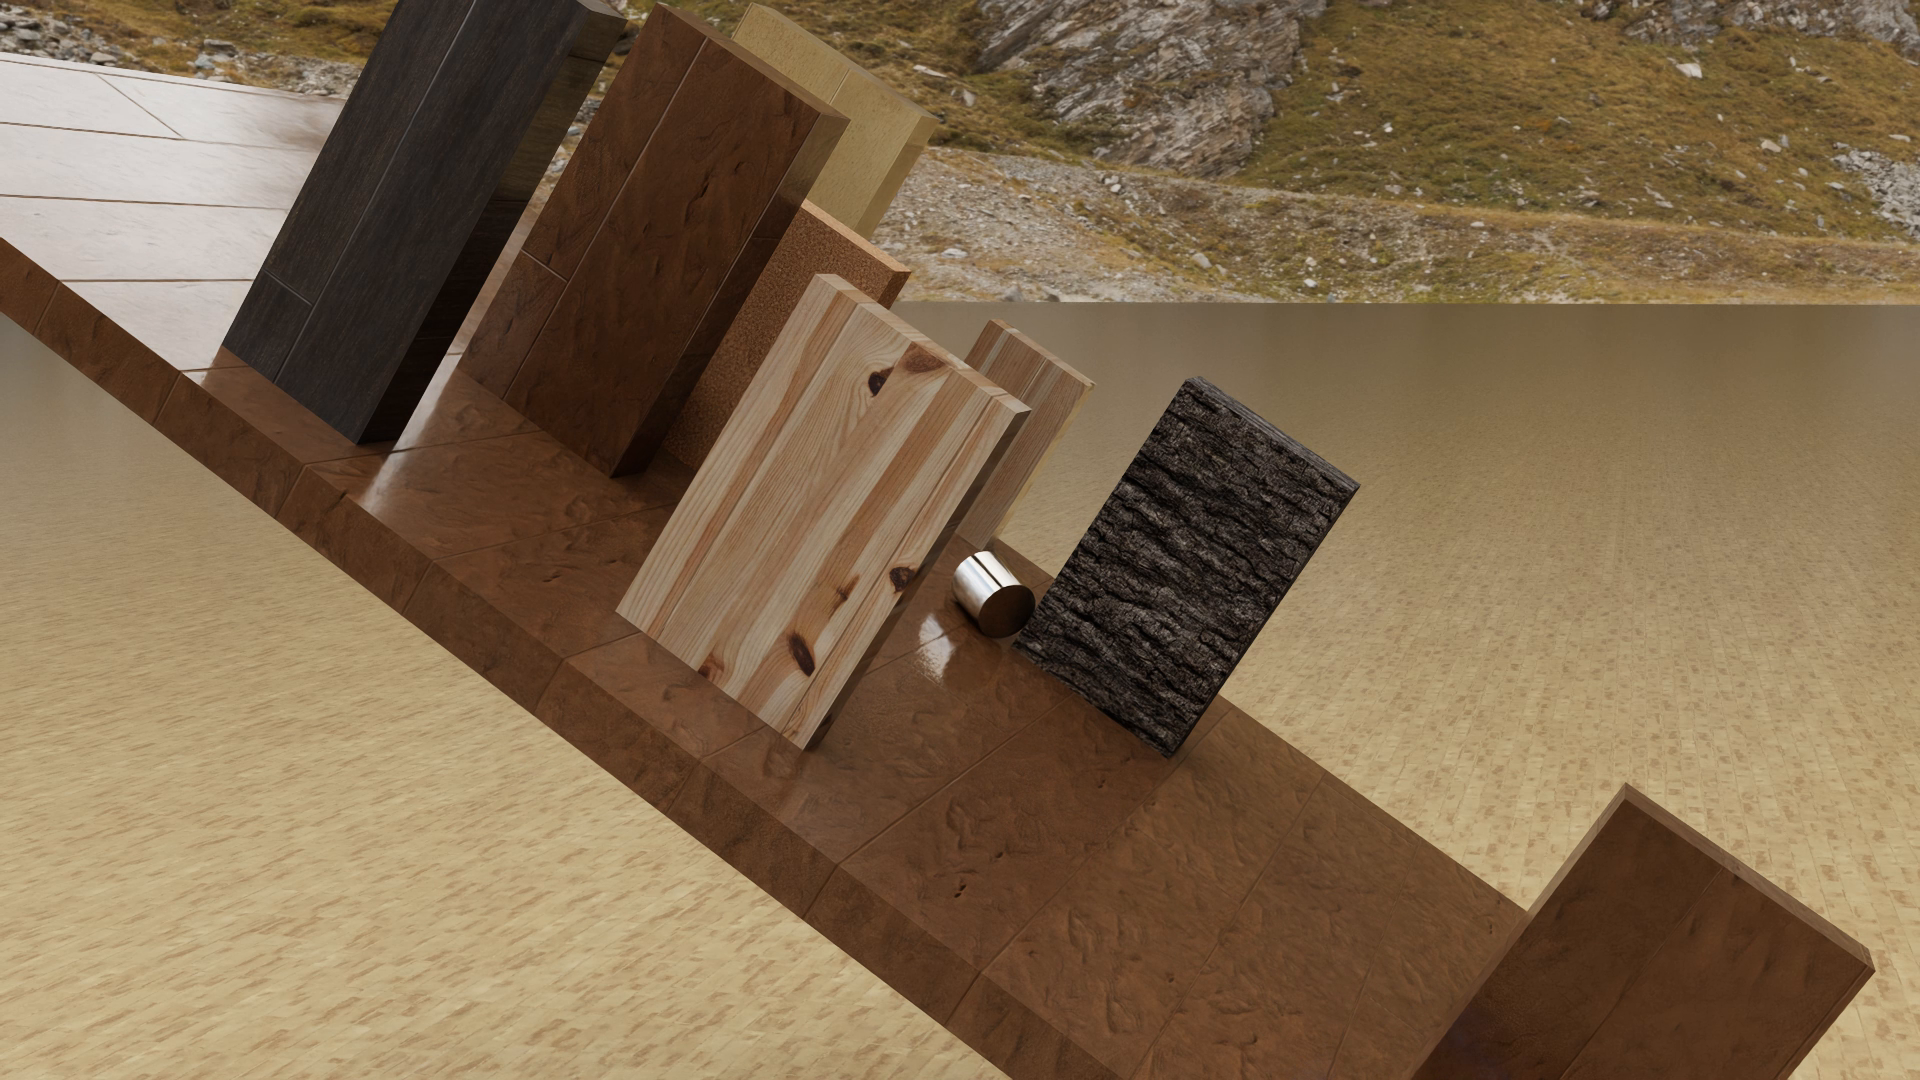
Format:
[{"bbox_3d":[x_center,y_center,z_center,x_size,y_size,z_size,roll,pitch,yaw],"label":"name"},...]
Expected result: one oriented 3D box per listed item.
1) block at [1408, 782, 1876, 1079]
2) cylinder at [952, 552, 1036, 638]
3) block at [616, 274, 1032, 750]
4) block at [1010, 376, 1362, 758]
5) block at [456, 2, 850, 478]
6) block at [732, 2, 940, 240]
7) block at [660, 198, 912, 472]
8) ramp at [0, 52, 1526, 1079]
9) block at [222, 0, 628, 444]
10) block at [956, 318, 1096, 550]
[{"bbox_3d":[1.071,0.758,3.494,0.443,0.588,0.117,35,15,10],"label":"block"},{"bbox_3d":[0.066,0.110,4.414,0.127,0.127,0.127,-4,32,-28],"label":"cylinder"},{"bbox_3d":[-0.215,-0.042,3.368,0.372,0.623,0.089,35,15,10],"label":"block"},{"bbox_3d":[0.444,0.053,4.355,0.384,0.642,0.150,35,15,10],"label":"block"},{"bbox_3d":[-0.557,-0.531,3.960,0.364,0.759,0.146,35,15,10],"label":"block"},{"bbox_3d":[-0.435,-0.678,4.649,0.439,0.768,0.127,35,15,10],"label":"block"},{"bbox_3d":[-0.370,-0.371,4.245,0.306,0.545,0.100,35,15,10],"label":"block"},{"bbox_3d":[-0.132,0.222,4.102,4.000,0.100,2.000,35,15,10],"label":"ramp"},{"bbox_3d":[-0.840,-0.553,3.427,0.285,0.775,0.125,35,15,10],"label":"block"},{"bbox_3d":[0.070,-0.234,4.897,0.264,0.441,0.086,35,15,10],"label":"block"}]
